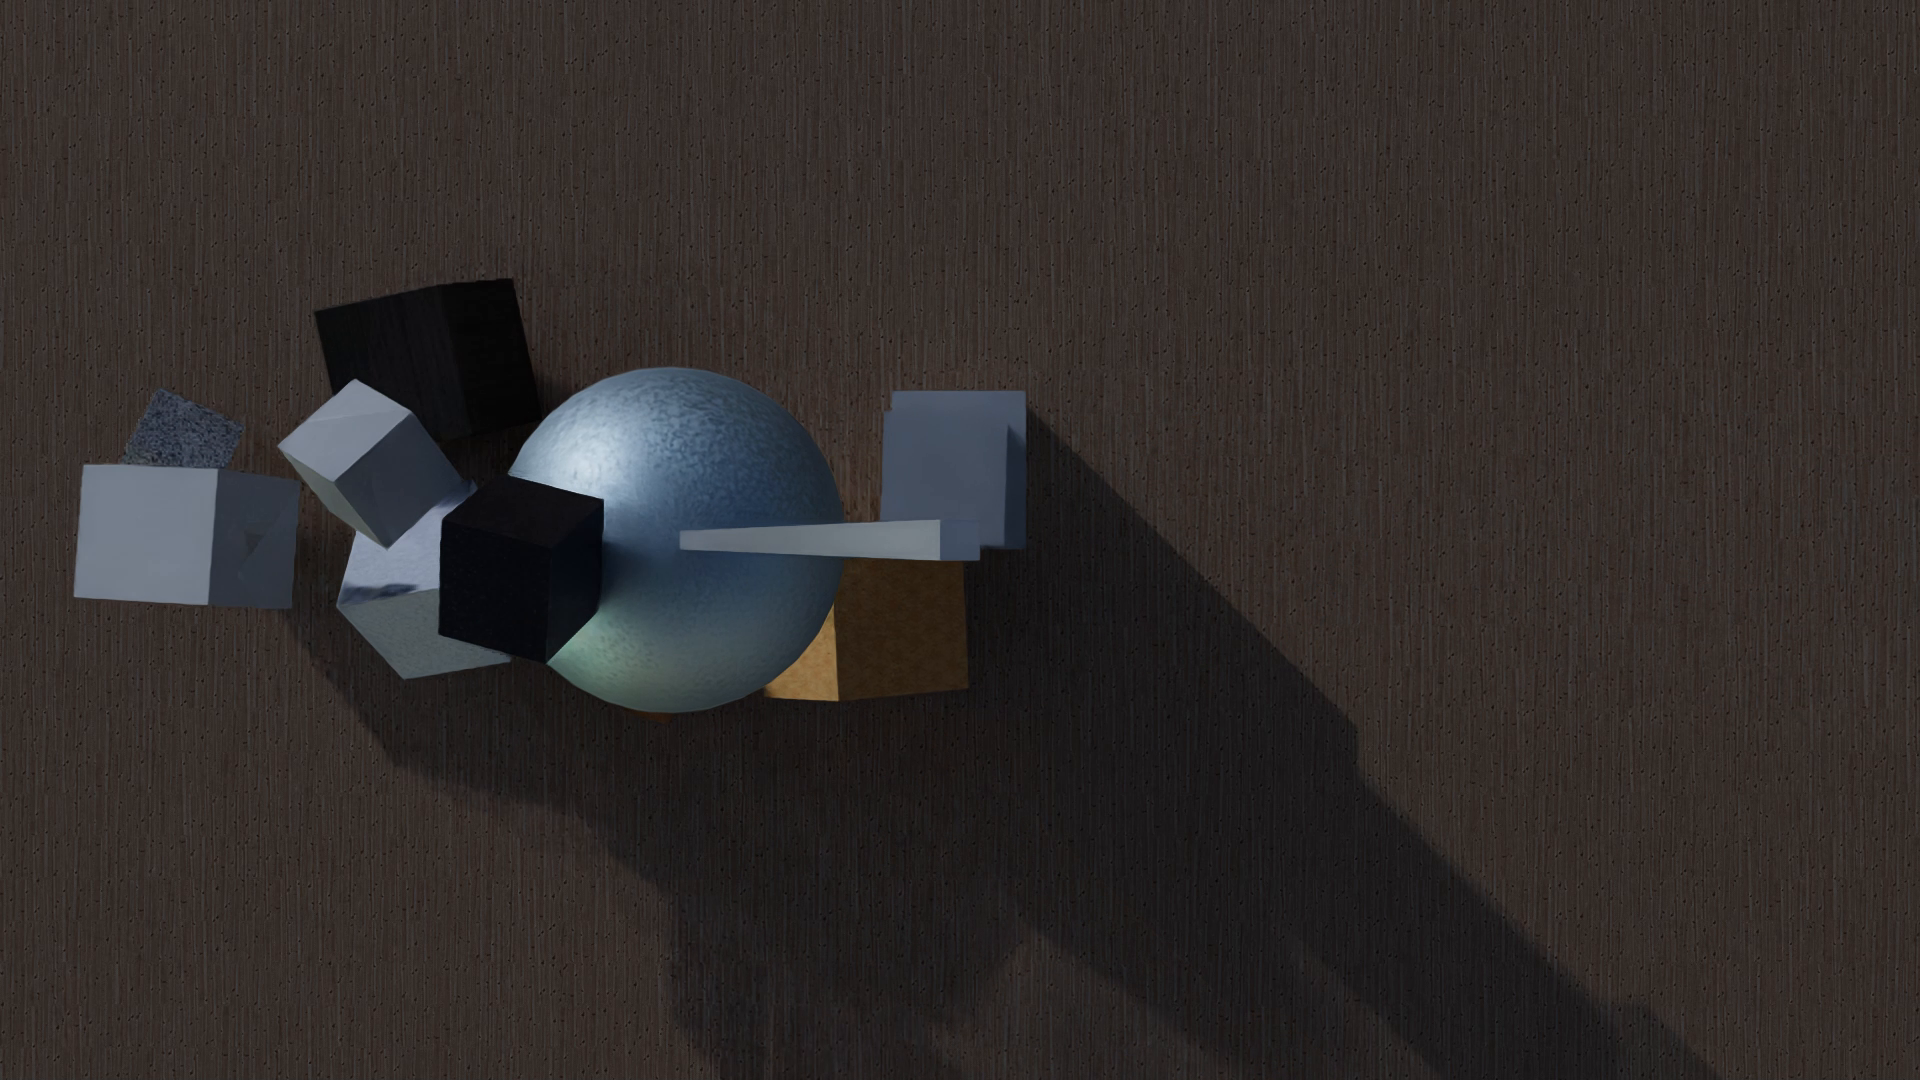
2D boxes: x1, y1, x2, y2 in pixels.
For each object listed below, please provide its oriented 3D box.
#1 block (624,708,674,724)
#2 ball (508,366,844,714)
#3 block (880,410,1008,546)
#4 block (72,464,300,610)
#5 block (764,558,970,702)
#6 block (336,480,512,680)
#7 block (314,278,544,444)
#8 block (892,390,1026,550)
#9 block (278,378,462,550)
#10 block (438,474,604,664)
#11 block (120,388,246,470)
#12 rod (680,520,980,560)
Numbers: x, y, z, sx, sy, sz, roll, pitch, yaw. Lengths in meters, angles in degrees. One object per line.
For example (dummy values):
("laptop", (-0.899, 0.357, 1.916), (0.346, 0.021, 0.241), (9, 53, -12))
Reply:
("block", (-1.834, 0.557, 12.595), (0.695, 0.639, 0.627), (40, 90, 17))
("ball", (-1.327, 0.000, 10.129), (1.600, 1.600, 1.600), (0, 90, 0))
("block", (-0.084, -0.322, 11.793), (0.644, 0.712, 0.682), (2, 90, 0))
("block", (-4.017, -0.011, 11.449), (0.826, 0.682, 0.685), (2, 87, 19))
("block", (-0.549, 0.483, 12.427), (0.868, 0.789, 0.763), (-3, 90, -35))
("block", (-2.948, 0.231, 12.406), (0.689, 0.728, 0.744), (-10, 50, 16))
("block", (-2.981, -0.975, 12.413), (0.778, 0.884, 0.832), (-9, 96, 16))
("block", (-0.005, -0.387, 12.574), (0.739, 0.851, 0.875), (0, 90, 0))
("block", (-2.653, -0.346, 9.897), (0.465, 0.525, 0.444), (-46, 135, -19))
("block", (-1.819, 0.112, 9.136), (0.485, 0.500, 0.535), (14, 117, 12))
("block", (-4.483, -0.395, 12.510), (0.515, 0.565, 0.588), (26, 122, -18))
("rod", (-0.575, 0.000, 6.813), (0.080, 5.200, 0.080), (0, 90, -13))
